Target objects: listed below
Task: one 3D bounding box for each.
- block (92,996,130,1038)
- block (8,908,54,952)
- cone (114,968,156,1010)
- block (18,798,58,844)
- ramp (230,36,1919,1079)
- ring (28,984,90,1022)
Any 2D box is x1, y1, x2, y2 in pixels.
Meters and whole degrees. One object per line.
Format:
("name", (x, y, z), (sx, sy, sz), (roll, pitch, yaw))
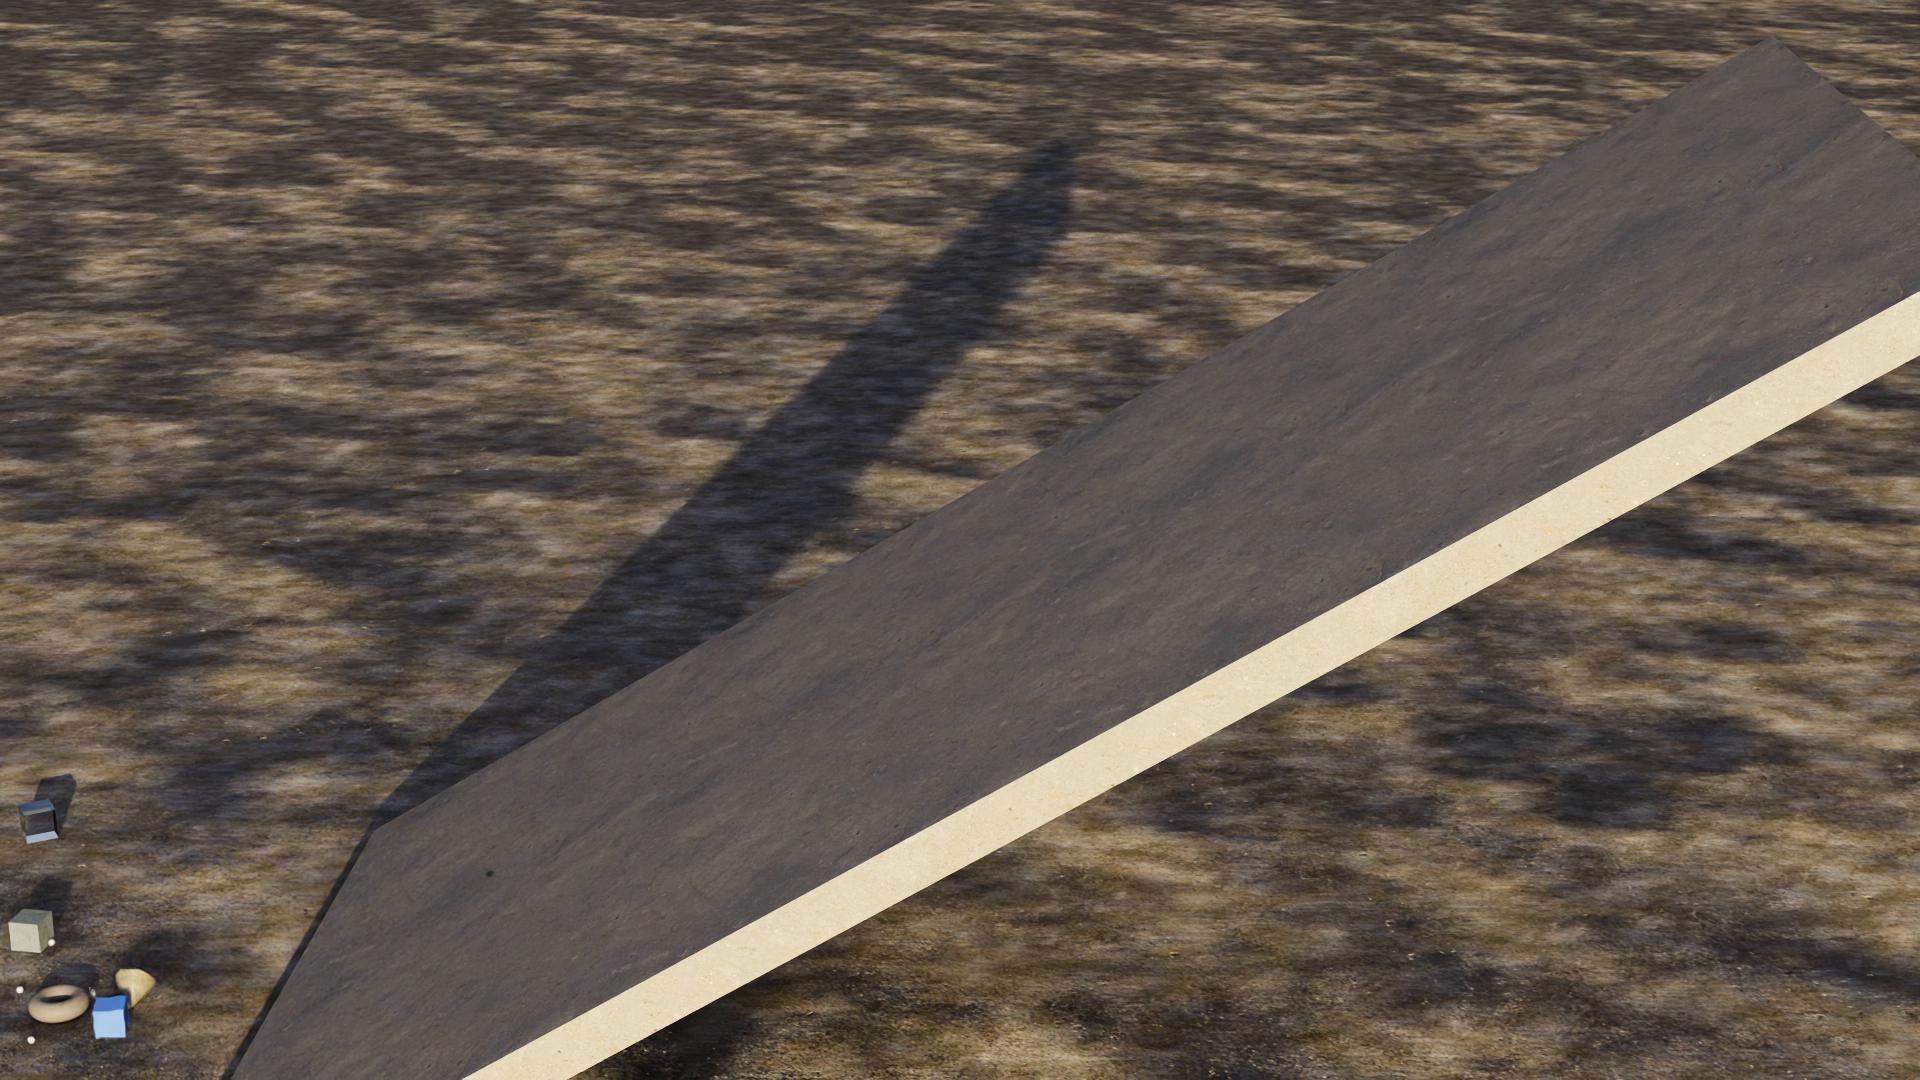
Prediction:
("block", (-1.968, 1.106, 6.818), (0.069, 0.069, 0.069), (-3, 20, -8))
("block", (-2.280, 0.959, 7.224), (0.076, 0.076, 0.076), (3, 20, 9))
("cone", (-1.957, 1.078, 6.936), (0.096, 0.096, 0.096), (1, 46, 3))
("block", (-2.451, 0.747, 7.819), (0.081, 0.081, 0.081), (-10, 22, -26))
("ramp", (0.141, 0.169, 6.289), (4.000, 0.100, 2.000), (-29, 15, 13))
("ring", (-2.114, 1.088, 6.904), (0.142, 0.047, 0.142), (-1, 19, 0))
